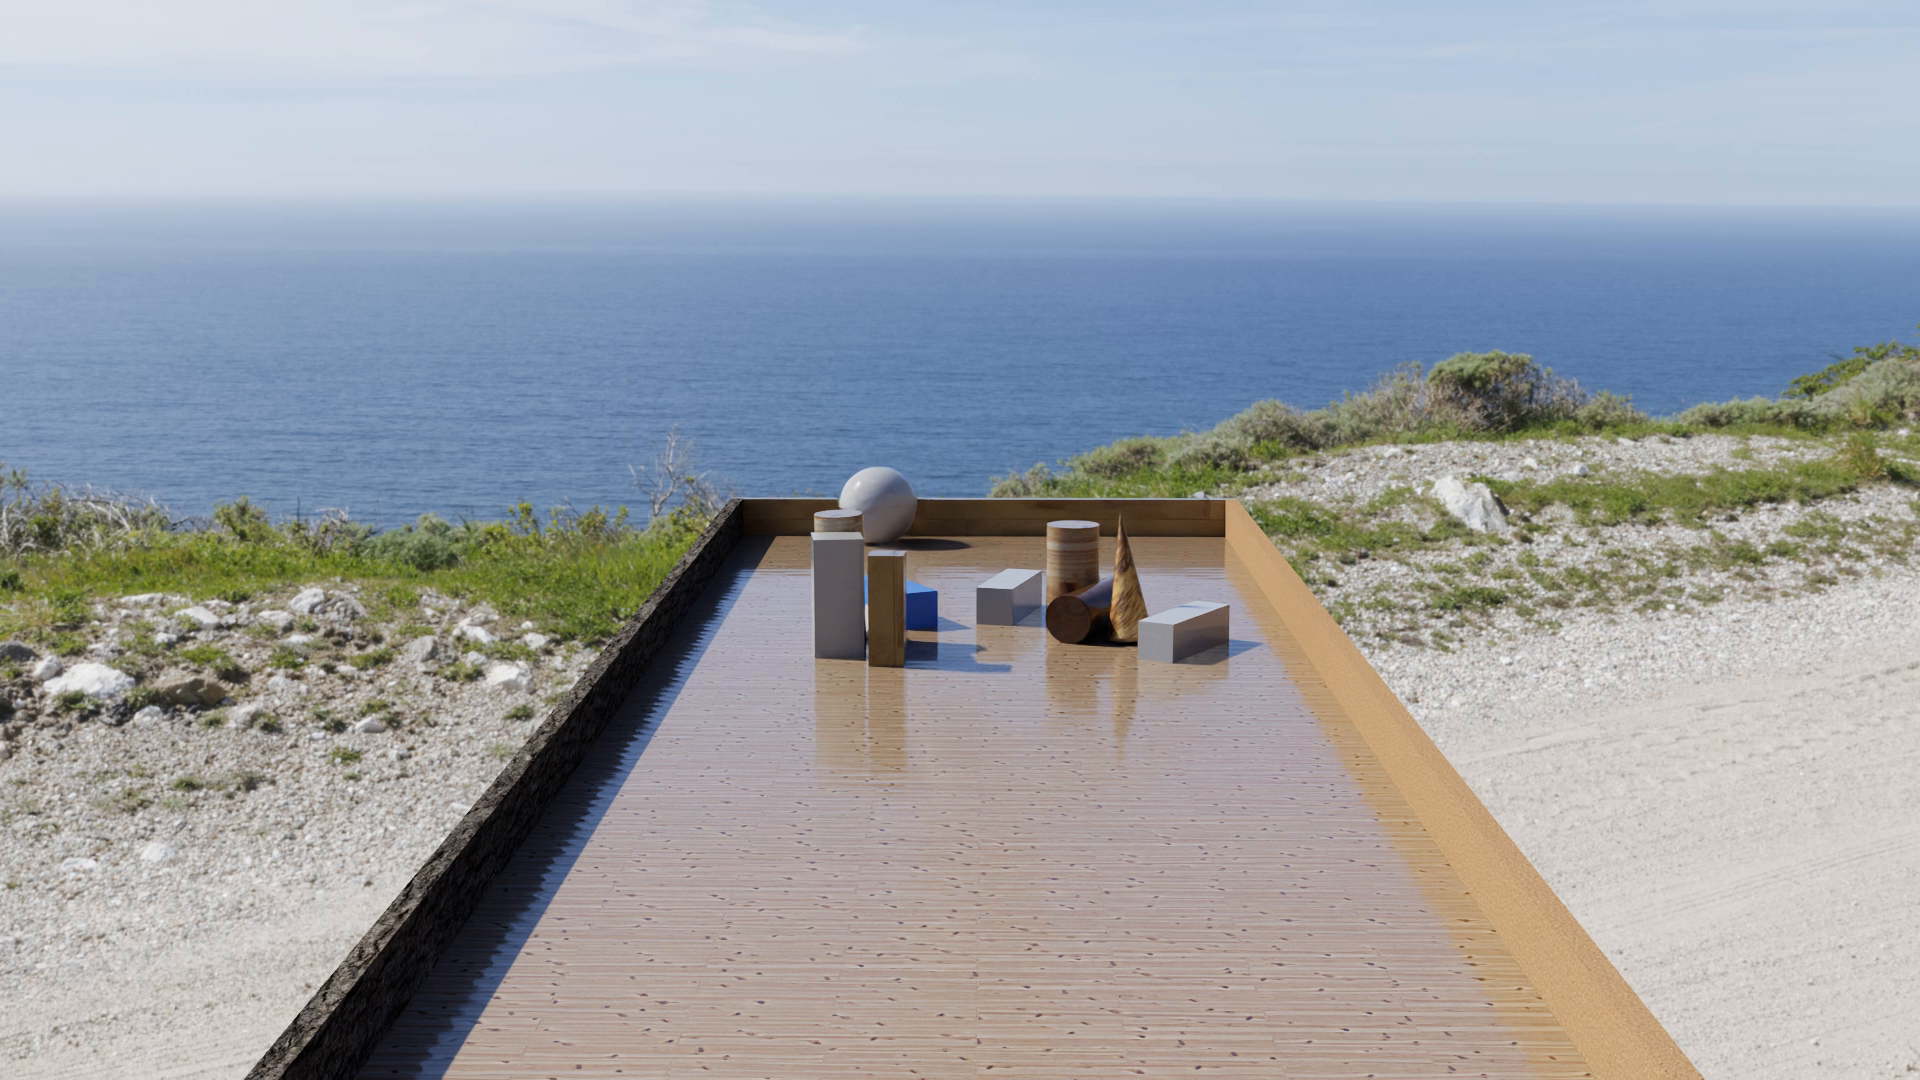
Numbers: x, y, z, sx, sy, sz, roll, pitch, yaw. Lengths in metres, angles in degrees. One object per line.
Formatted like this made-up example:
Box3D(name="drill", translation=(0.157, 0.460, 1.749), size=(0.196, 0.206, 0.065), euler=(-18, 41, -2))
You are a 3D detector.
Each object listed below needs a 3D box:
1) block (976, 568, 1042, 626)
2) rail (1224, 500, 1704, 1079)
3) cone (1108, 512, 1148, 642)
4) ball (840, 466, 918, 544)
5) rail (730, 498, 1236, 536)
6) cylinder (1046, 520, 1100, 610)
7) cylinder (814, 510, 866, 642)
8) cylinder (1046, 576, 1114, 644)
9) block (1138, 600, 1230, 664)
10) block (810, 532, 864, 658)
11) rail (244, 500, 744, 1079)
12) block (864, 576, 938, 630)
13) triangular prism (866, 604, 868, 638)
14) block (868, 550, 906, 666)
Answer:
Box3D(name="block", translation=(0.168, 0.191, 7.411), size=(0.123, 0.123, 0.381), euler=(3, 9, 17))
Box3D(name="rail", translation=(1.046, 0.843, 3.208), size=(0.050, 0.150, 12.000), euler=(0, 9, 1))
Box3D(name="cone", translation=(0.523, 0.110, 6.958), size=(0.148, 0.411, 0.148), euler=(-5, 4, 0))
Box3D(name="ball", translation=(-0.330, -0.141, 8.898), size=(0.314, 0.314, 0.314), euler=(0, 9, 0))
Box3D(name="rail", translation=(0.099, -0.098, 9.147), size=(2.100, 0.150, 0.050), euler=(0, 9, 1))
Box3D(name="cylinder", translation=(0.377, 0.103, 7.354), size=(0.176, 0.315, 0.176), euler=(0, 9, 0))
Box3D(name="cylinder", translation=(-0.378, 0.119, 6.939), size=(0.152, 0.409, 0.152), euler=(-1, 10, 0))
Box3D(name="cylinder", translation=(0.433, 0.222, 7.113), size=(0.156, 0.156, 0.415), euler=(5, 10, 26))
Box3D(name="block", translation=(0.698, 0.284, 6.838), size=(0.119, 0.119, 0.394), euler=(6, 11, 32))
Box3D(name="block", translation=(-0.378, 0.168, 6.783), size=(0.152, 0.366, 0.152), euler=(-1, 9, -7))
Box3D(name="rail", translation=(-1.004, 0.839, 3.234), size=(0.050, 0.150, 12.000), euler=(0, 9, 1))
Box3D(name="block", translation=(-0.209, 0.204, 7.333), size=(0.121, 0.121, 0.362), euler=(-5, 10, -26))
Box3D(name="triangular prism", translation=(-0.309, 0.250, 7.134), size=(0.102, 0.089, 0.383), euler=(-5, 10, -28))
Box3D(name="block", translation=(-0.219, 0.206, 6.635), size=(0.106, 0.337, 0.106), euler=(1, 9, 3))
